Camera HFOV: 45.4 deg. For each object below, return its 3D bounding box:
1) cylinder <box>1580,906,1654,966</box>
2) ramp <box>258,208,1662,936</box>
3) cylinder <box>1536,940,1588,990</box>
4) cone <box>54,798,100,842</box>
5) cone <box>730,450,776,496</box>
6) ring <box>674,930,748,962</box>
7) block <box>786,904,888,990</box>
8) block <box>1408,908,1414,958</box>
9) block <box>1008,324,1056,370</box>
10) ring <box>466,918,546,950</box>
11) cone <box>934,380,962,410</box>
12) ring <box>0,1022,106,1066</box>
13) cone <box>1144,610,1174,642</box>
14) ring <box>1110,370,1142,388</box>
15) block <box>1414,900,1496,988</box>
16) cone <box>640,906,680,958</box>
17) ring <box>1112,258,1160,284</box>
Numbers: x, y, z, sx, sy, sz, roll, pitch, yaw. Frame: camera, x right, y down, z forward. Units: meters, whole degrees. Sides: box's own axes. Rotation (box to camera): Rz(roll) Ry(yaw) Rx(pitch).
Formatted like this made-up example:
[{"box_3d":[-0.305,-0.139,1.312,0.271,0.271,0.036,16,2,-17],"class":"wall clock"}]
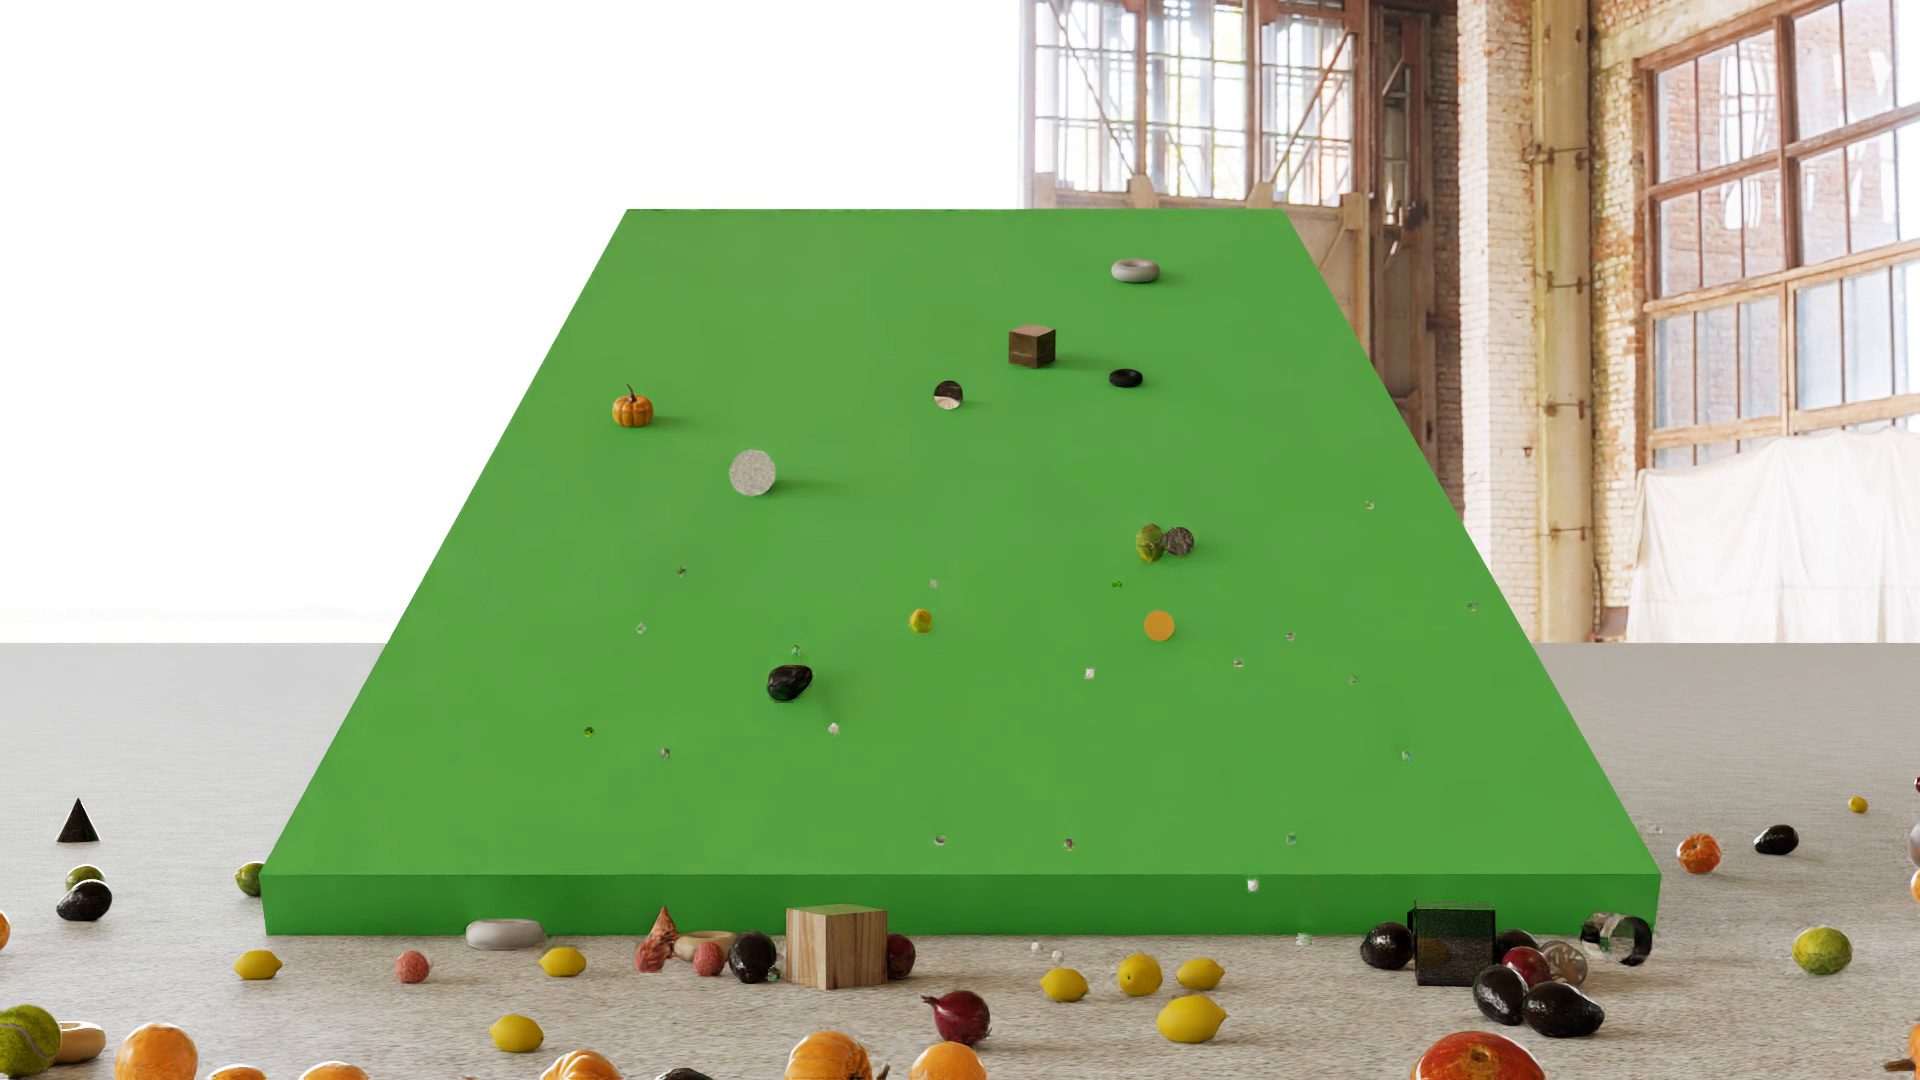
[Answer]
[{"box_3d":[0.865,0.525,3.020,0.066,0.066,0.066,1,13,-28],"class":"cylinder"},{"box_3d":[-0.006,-0.220,5.145,2.000,0.100,4.000,0,22,0],"class":"ramp"},{"box_3d":[0.739,0.523,2.819,0.053,0.053,0.053,0,-2,3],"class":"cylinder"},{"box_3d":[-1.859,0.587,4.834,0.092,0.092,0.092,0,-2,0],"class":"cone"},{"box_3d":[-0.417,-0.133,4.734,0.096,0.096,0.096,0,-5,9],"class":"cone"},{"box_3d":[-0.333,0.543,3.063,0.098,0.033,0.098,0,-1,0],"class":"ring"},{"box_3d":[-0.154,0.505,2.854,0.090,0.090,0.090,2,-3,-36],"class":"block"},{"box_3d":[0.640,0.530,3.093,0.061,0.061,0.061,-1,-3,22],"class":"block"},{"box_3d":[0.174,-0.466,5.517,0.081,0.081,0.081,15,26,33],"class":"block"},{"box_3d":[-0.630,0.546,3.178,0.109,0.036,0.109,1,-3,0],"class":"ring"},{"box_3d":[-0.021,-0.326,5.237,0.066,0.066,0.066,0,-5,9],"class":"cone"},{"box_3d":[-0.923,0.512,2.334,0.101,0.034,0.101,0,-4,0],"class":"ring"},{"box_3d":[0.346,0.153,4.048,0.054,0.054,0.054,0,-5,-7],"class":"cone"},{"box_3d":[0.389,-0.379,5.376,0.080,0.027,0.080,0,23,0],"class":"ring"},{"box_3d":[0.618,0.504,2.867,0.094,0.094,0.094,0,-2,9],"class":"block"},{"box_3d":[-0.400,0.527,3.101,0.068,0.068,0.068,0,-2,0],"class":"cone"},{"box_3d":[0.478,-0.732,6.234,0.132,0.044,0.132,-1,23,0],"class":"ring"}]
